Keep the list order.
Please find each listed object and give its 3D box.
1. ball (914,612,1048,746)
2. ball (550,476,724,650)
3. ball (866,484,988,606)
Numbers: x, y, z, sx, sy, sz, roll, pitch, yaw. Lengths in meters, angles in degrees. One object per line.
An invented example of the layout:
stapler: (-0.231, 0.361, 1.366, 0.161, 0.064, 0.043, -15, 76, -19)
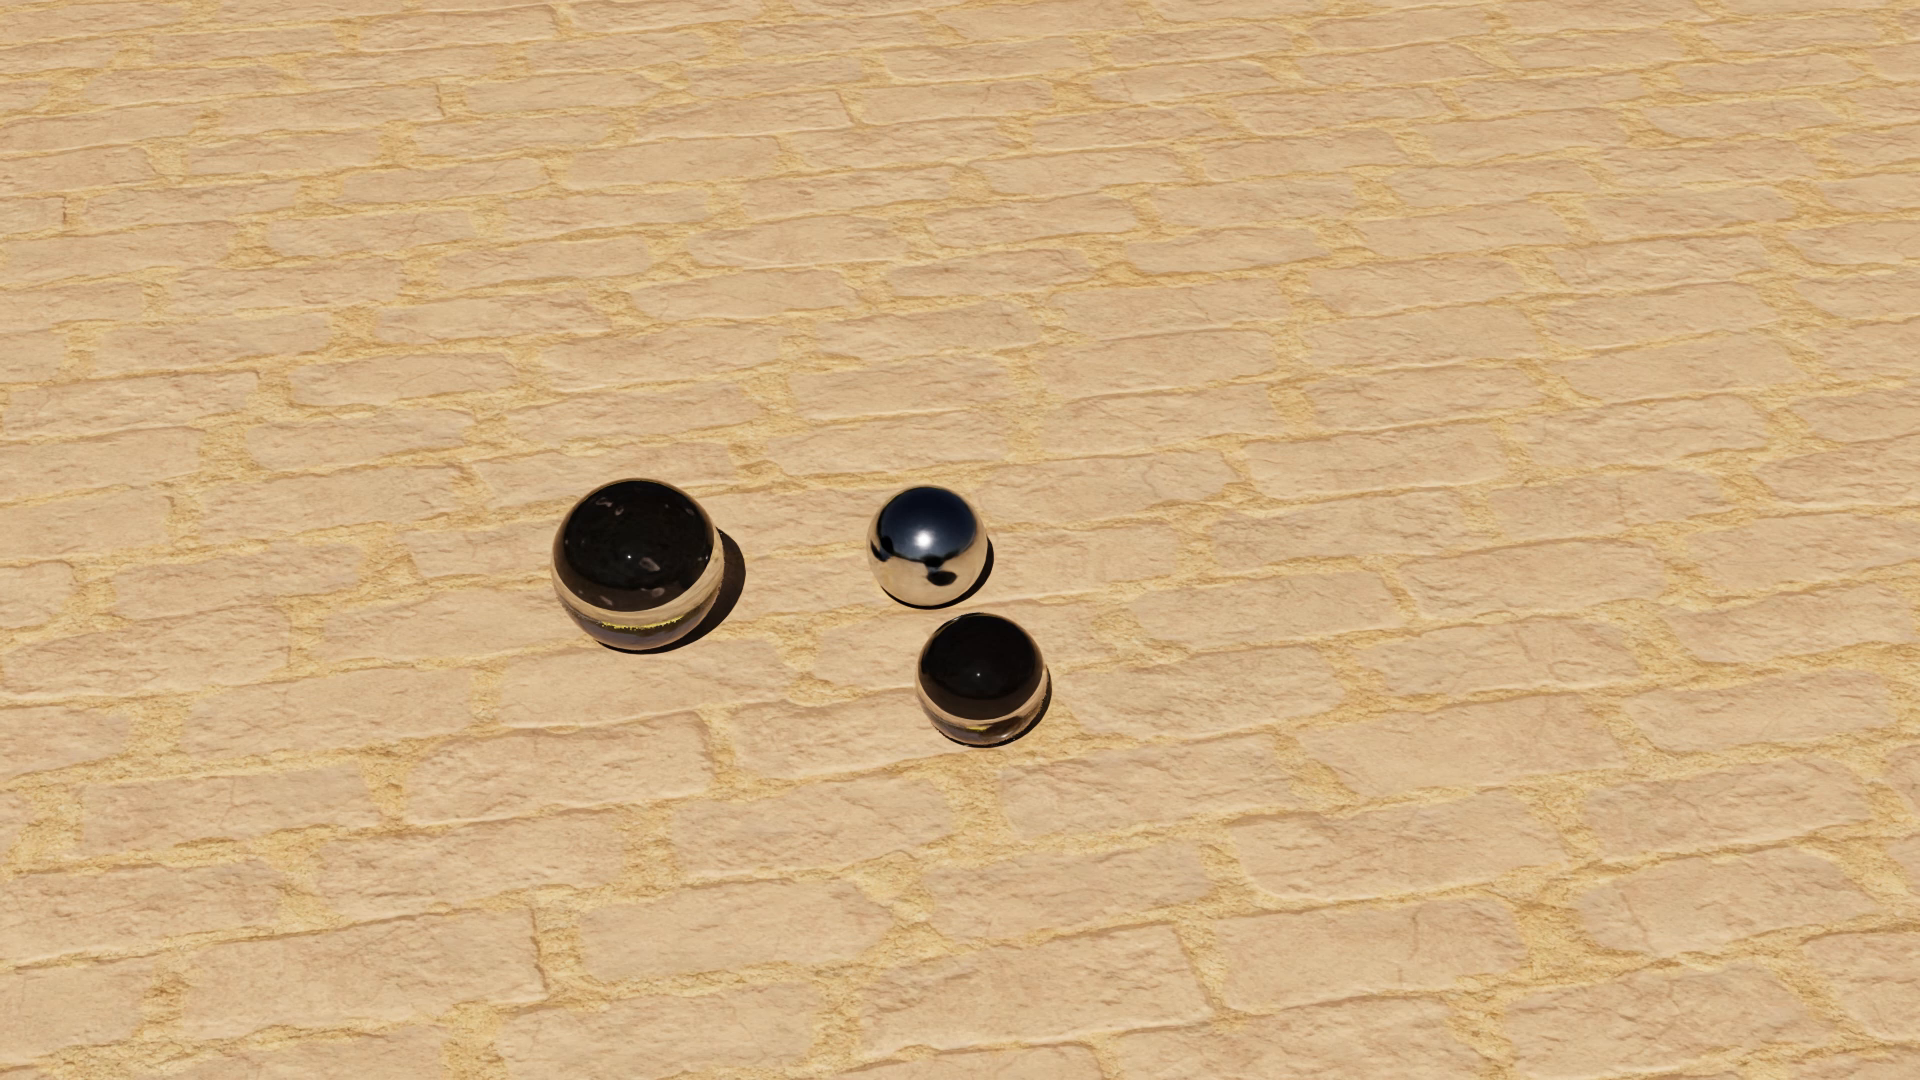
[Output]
ball: (0.011, 0.070, 1.497, 0.067, 0.067, 0.067, 0, 32, 0)
ball: (-0.172, 0.013, 1.566, 0.092, 0.092, 0.092, 0, 32, 0)
ball: (-0.018, 0.003, 1.606, 0.067, 0.067, 0.067, 0, 32, 0)
